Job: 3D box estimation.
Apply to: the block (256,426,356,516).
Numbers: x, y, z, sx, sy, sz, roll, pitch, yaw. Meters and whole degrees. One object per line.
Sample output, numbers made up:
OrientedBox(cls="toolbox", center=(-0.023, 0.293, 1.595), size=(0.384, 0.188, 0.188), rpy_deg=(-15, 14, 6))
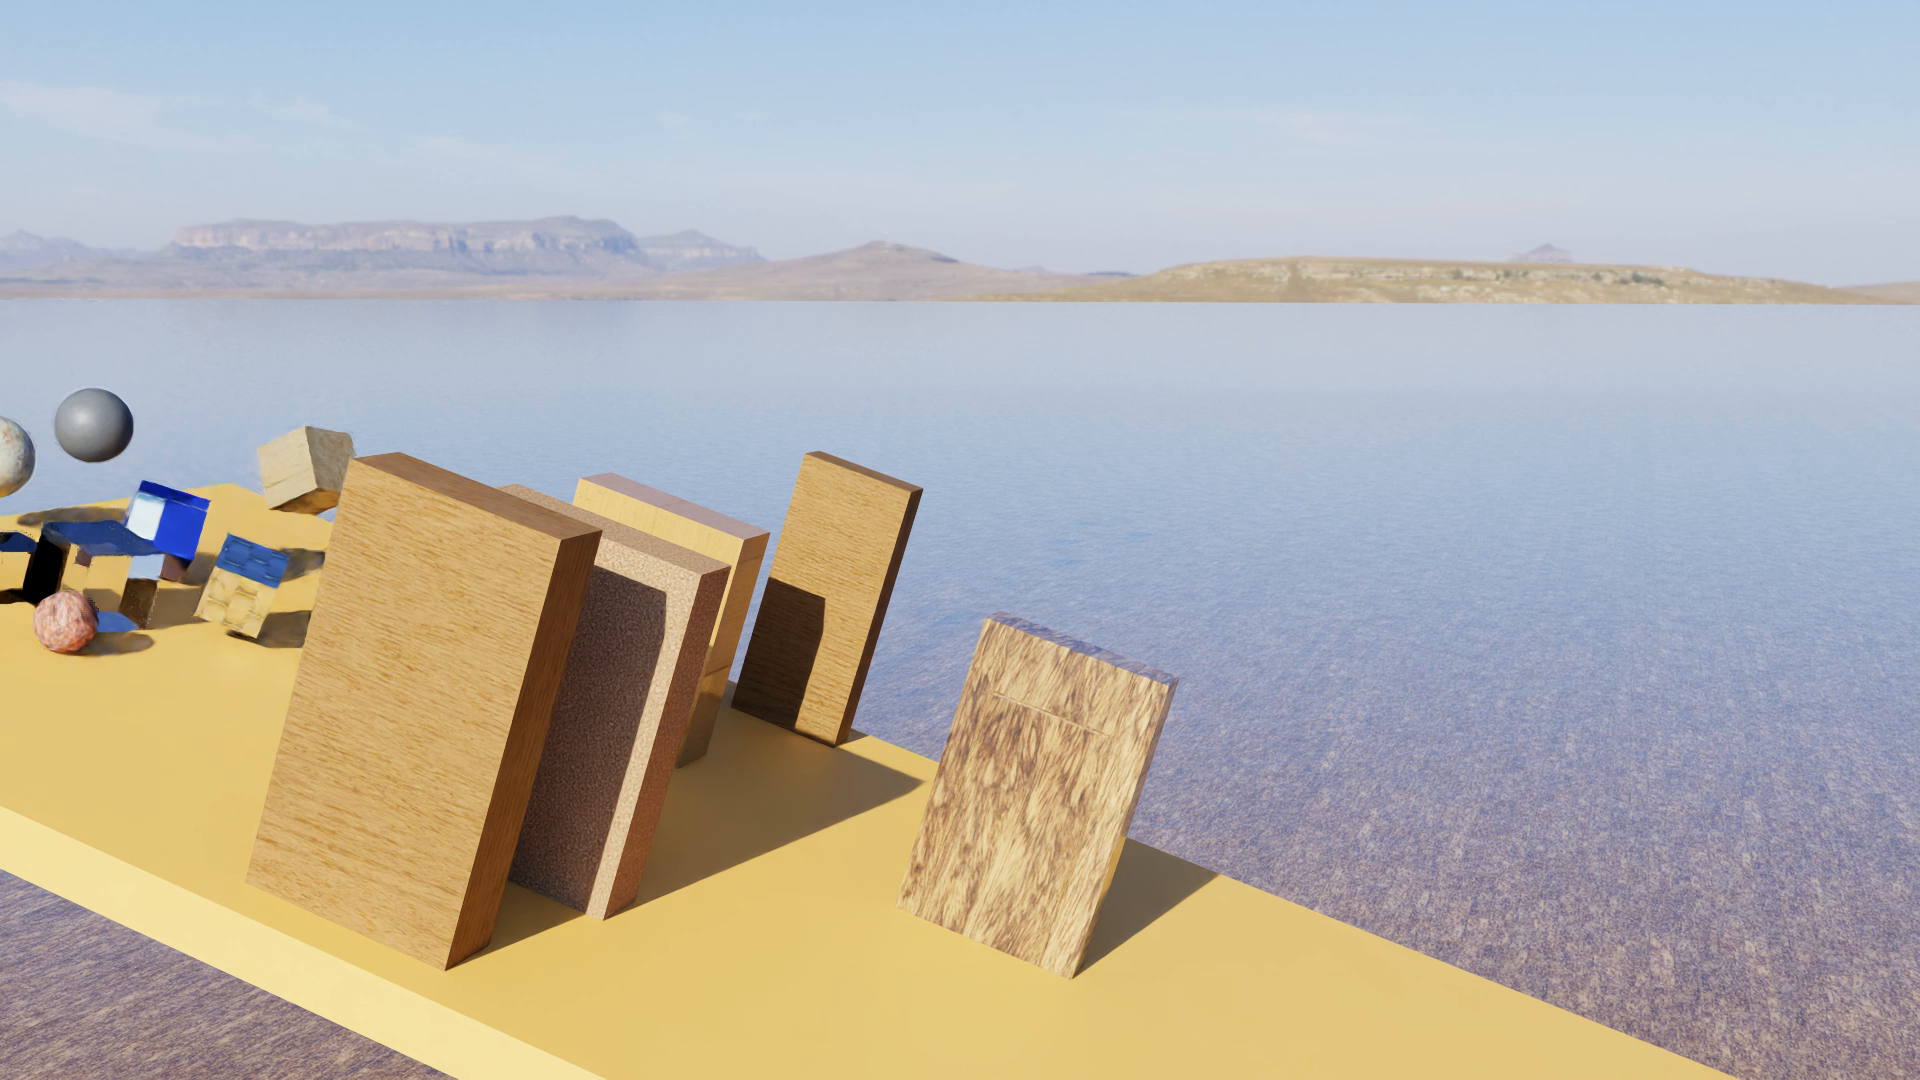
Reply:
OrientedBox(cls="block", center=(-1.524, -0.161, 5.155), size=(0.153, 0.153, 0.153), rpy_deg=(-20, -13, 24))

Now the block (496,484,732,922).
OrientedBox(cls="block", center=(-0.694, 0.277, 3.811), size=(0.426, 0.635, 0.129), rpy_deg=(20, 12, 14))

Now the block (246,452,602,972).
OrientedBox(cls="block", center=(-0.845, 0.265, 3.450), size=(0.372, 0.716, 0.140), rpy_deg=(20, 12, 14))

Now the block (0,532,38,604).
OrientedBox(cls="block", center=(-1.909, 0.055, 4.397), size=(0.110, 0.110, 0.110), rpy_deg=(24, 13, 29))

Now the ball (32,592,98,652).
OrientedBox(cls="ball", center=(-1.707, 0.157, 4.196), size=(0.117, 0.117, 0.117), rpy_deg=(0, 7, 0))

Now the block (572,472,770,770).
OrientedBox(cls="block", center=(-0.670, 0.167, 4.660), size=(0.386, 0.513, 0.147), rpy_deg=(20, 12, 14))

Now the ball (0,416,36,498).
OrientedBox(cls="ball", center=(-2.067, -0.178, 4.687), size=(0.179, 0.179, 0.179), rpy_deg=(0, 7, 0))

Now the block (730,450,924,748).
OrientedBox(cls="block", center=(-0.307, 0.135, 5.050), size=(0.266, 0.624, 0.093), rpy_deg=(20, 12, 14))

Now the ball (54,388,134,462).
OrientedBox(cls="ball", center=(-1.763, -0.233, 4.476), size=(0.152, 0.152, 0.152), rpy_deg=(0, 7, 0))

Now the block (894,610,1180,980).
OrientedBox(cls="block", center=(0.142, 0.480, 4.160), size=(0.367, 0.599, 0.096), rpy_deg=(20, 12, 14))

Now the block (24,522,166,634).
OrientedBox(cls="block", center=(-1.731, 0.073, 4.400), size=(0.168, 0.168, 0.168), rpy_deg=(28, 15, 29))

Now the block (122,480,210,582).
OrientedBox(cls="block", center=(-1.716, -0.019, 4.722), size=(0.144, 0.144, 0.144), rpy_deg=(19, -28, -24))

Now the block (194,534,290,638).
OrientedBox(cls="block", center=(-1.472, 0.093, 4.510), size=(0.130, 0.130, 0.130), rpy_deg=(23, 27, -18))

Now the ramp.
OrientedBox(cls="ramp", center=(-0.360, 0.683, 4.228), size=(4.000, 0.100, 2.000), rpy_deg=(20, 12, 14))
